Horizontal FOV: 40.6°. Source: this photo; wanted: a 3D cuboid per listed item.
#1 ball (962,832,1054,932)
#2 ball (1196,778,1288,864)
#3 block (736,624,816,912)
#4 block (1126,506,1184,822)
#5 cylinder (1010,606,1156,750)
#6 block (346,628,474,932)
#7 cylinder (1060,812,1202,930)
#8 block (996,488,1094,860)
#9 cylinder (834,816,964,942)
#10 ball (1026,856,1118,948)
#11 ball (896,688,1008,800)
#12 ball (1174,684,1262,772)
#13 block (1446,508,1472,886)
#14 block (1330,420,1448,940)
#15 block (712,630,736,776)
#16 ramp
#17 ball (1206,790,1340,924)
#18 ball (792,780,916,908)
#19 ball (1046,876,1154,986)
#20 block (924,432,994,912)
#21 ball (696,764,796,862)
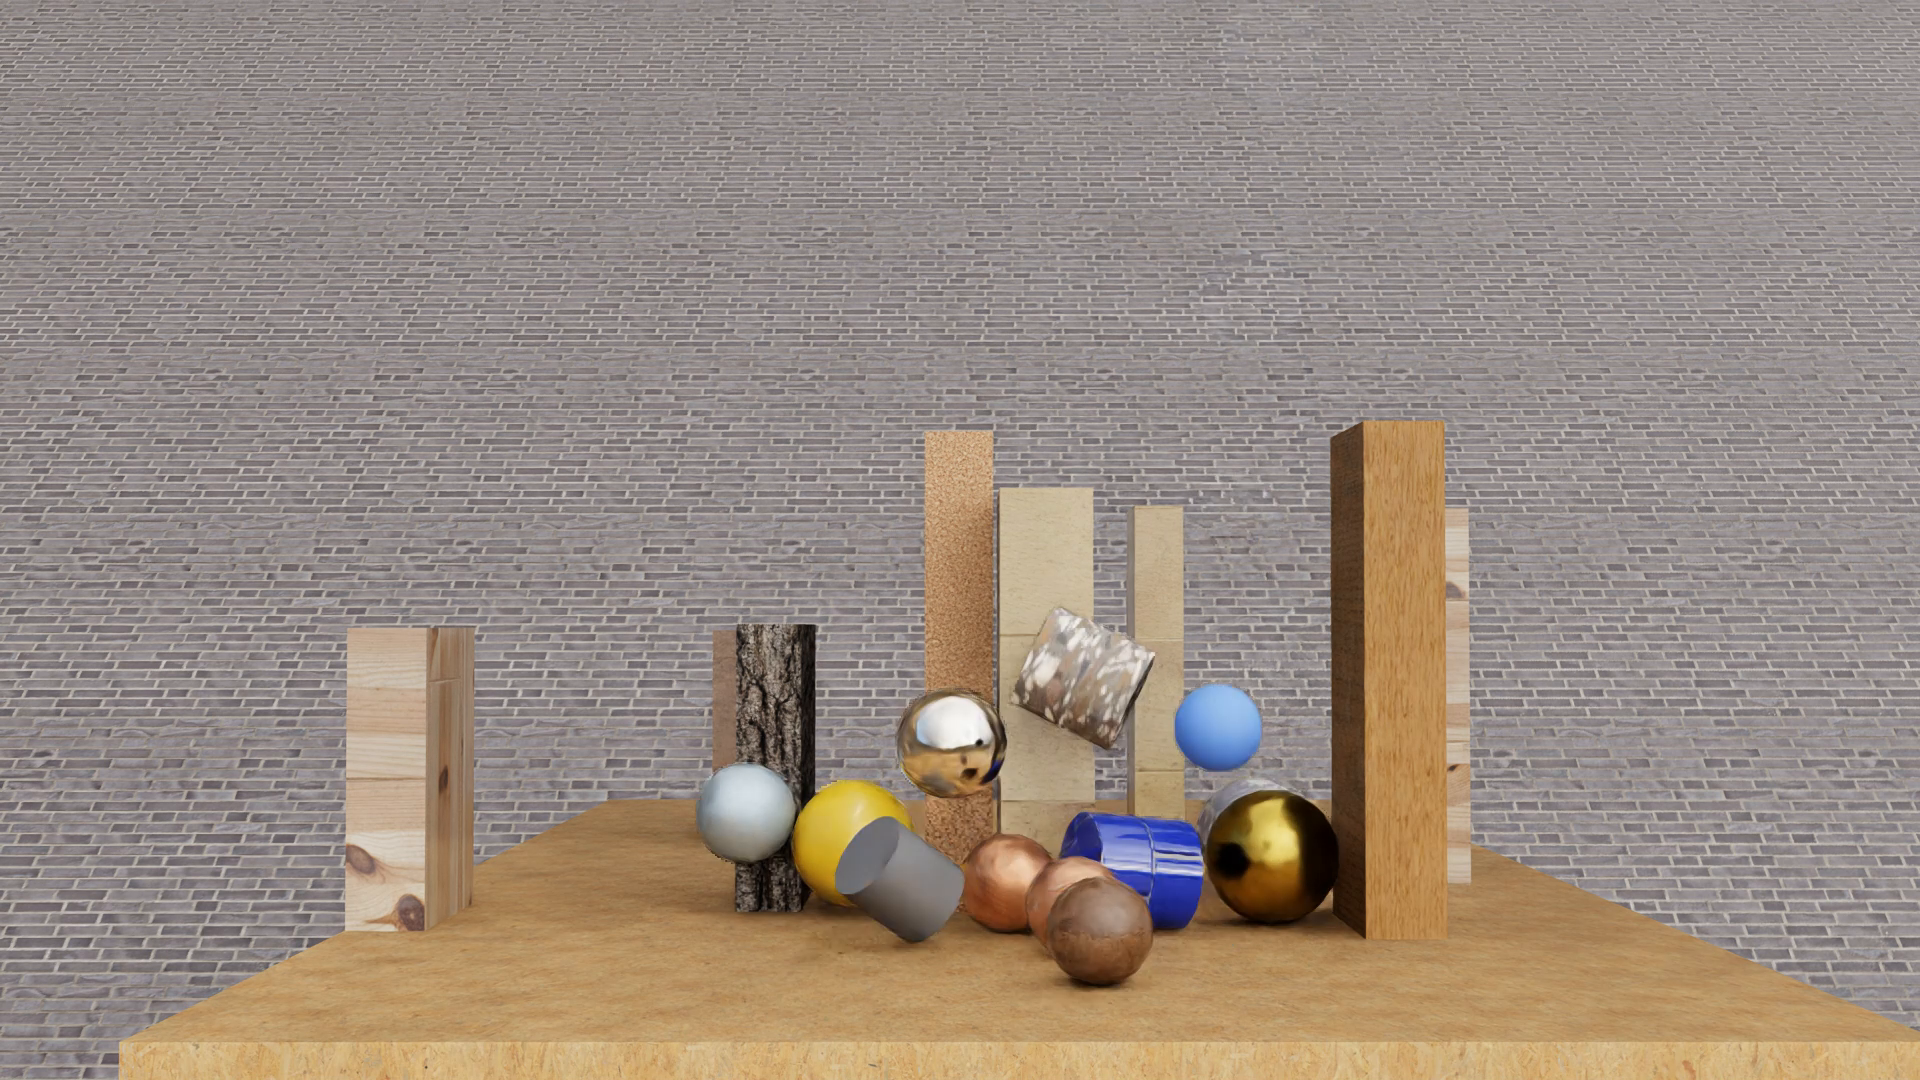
[{"bbox_3d":[0.072,0.511,3.872,0.148,0.148,0.148,0,35,0],"label":"ball"},{"bbox_3d":[0.495,0.498,4.393,0.191,0.191,0.191,0,35,0],"label":"ball"},{"bbox_3d":[-0.307,0.371,4.366,0.104,0.459,0.409,0,-2,0],"label":"block"},{"bbox_3d":[0.378,0.281,5.047,0.093,0.685,0.252,0,-2,0],"label":"block"},{"bbox_3d":[0.184,0.205,3.865,0.162,0.162,0.162,26,40,8],"label":"cylinder"},{"bbox_3d":[-0.861,0.365,4.089,0.119,0.453,0.388,0,-2,0],"label":"block"},{"bbox_3d":[0.253,0.495,3.877,0.163,0.163,0.163,7,32,-19],"label":"cylinder"},{"bbox_3d":[0.132,0.259,4.127,0.143,0.667,0.346,0,-2,0],"label":"block"},{"bbox_3d":[-0.086,0.482,3.686,0.130,0.130,0.130,-38,28,24],"label":"cylinder"},{"bbox_3d":[0.159,0.506,3.582,0.138,0.138,0.138,0,35,0],"label":"ball"},{"bbox_3d":[-0.012,0.293,3.733,0.159,0.159,0.159,0,35,0],"label":"ball"},{"bbox_3d":[0.345,0.250,3.474,0.117,0.117,0.117,0,35,0],"label":"ball"},{"bbox_3d":[0.854,0.281,4.724,0.091,0.664,0.280,0,-2,0],"label":"block"},{"bbox_3d":[0.651,0.209,3.966,0.119,0.756,0.343,0,-2,0],"label":"block"},{"bbox_3d":[-0.479,0.420,5.662,0.088,0.447,0.344,0,-2,0],"label":"block"},{"bbox_3d":[0.078,0.667,4.846,2.000,0.100,4.000,0,-2,0],"label":"ramp"},{"bbox_3d":[0.479,0.486,3.990,0.205,0.205,0.205,0,35,0],"label":"ball"},{"bbox_3d":[-0.167,0.481,4.110,0.199,0.199,0.199,0,35,0],"label":"ball"},{"bbox_3d":[0.178,0.497,3.302,0.137,0.137,0.137,0,35,0],"label":"ball"},{"bbox_3d":[-0.002,0.215,4.314,0.109,0.768,0.328,0,-2,0],"label":"block"},{"bbox_3d":[-0.336,0.429,4.081,0.155,0.155,0.155,0,35,0],"label":"ball"}]
